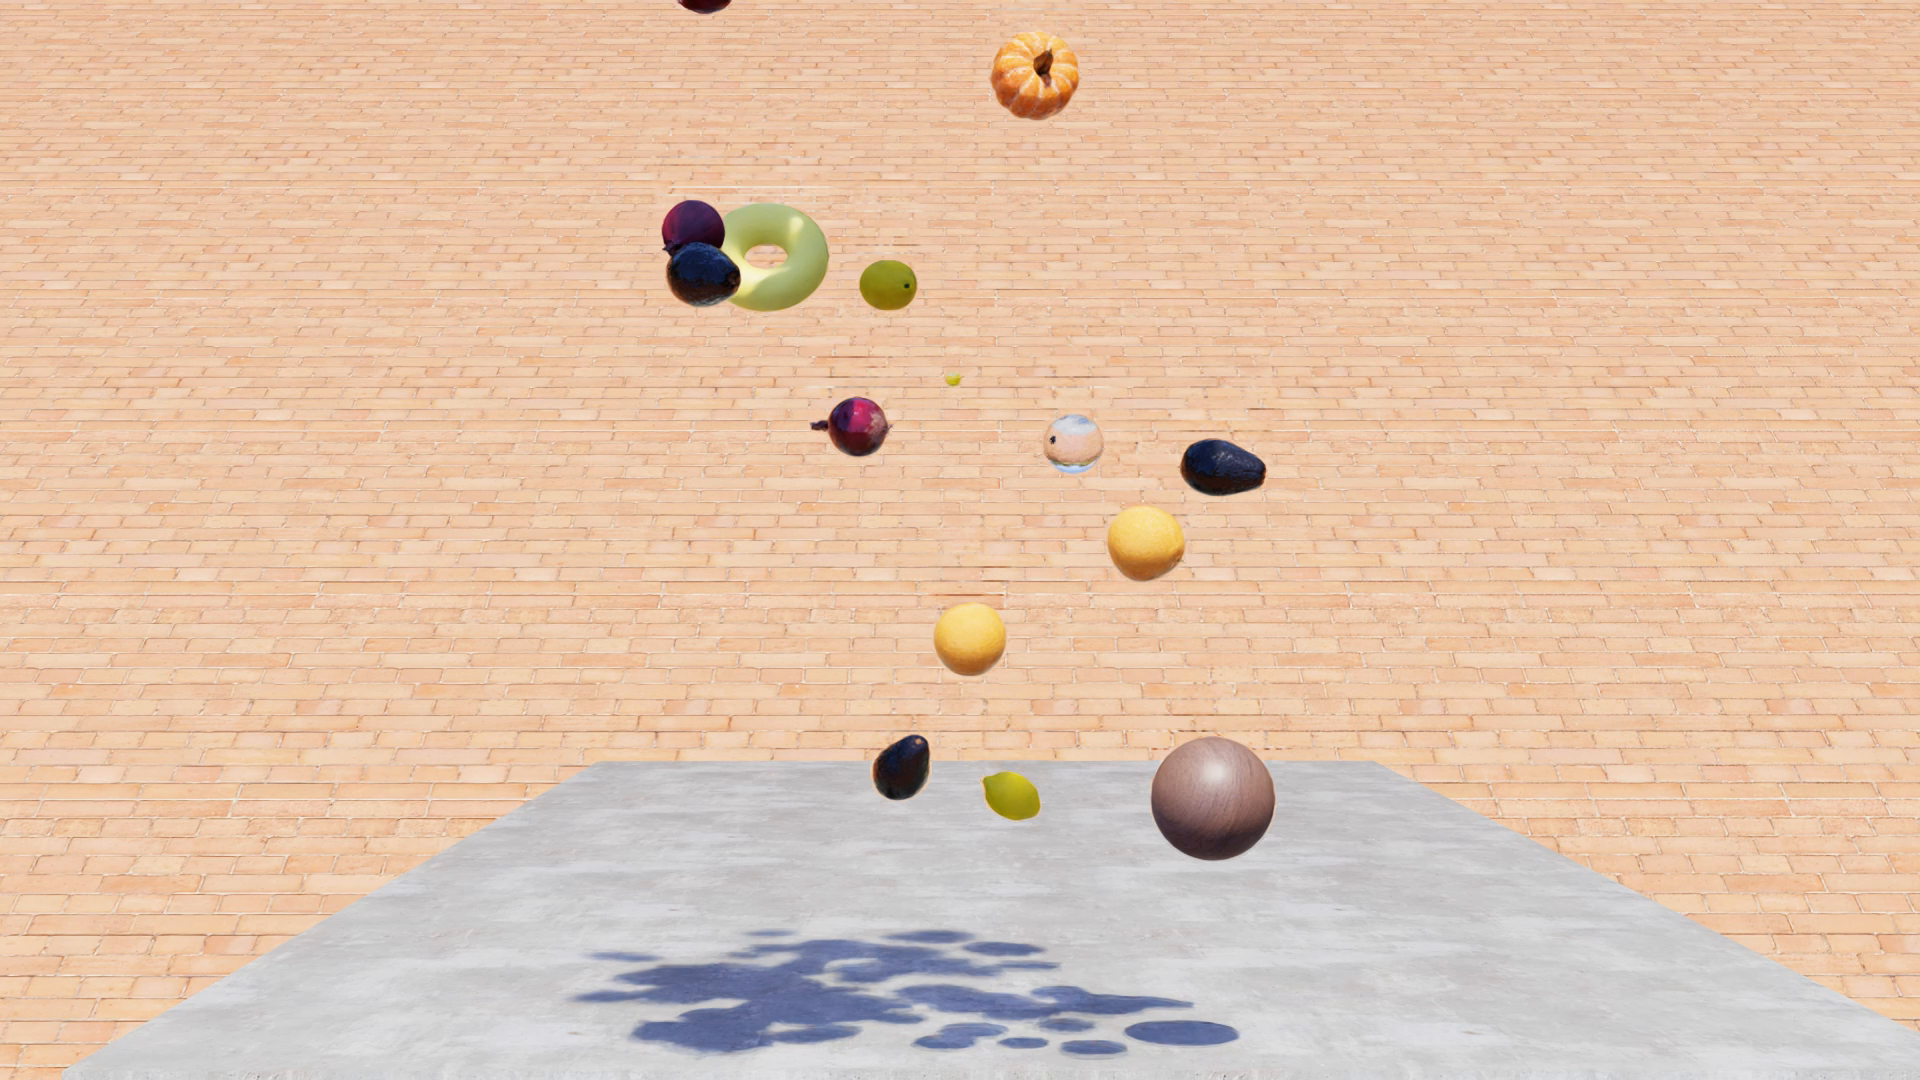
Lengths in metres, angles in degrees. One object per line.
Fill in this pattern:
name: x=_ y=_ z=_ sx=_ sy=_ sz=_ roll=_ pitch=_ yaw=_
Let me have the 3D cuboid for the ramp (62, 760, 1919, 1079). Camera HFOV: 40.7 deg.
ramp: x=0.069 y=0.610 z=4.680 sx=2.000 sy=0.100 sz=4.000 roll=0 pitch=0 yaw=0

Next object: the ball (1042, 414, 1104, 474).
ball: x=0.105 y=-0.089 z=2.396 sx=0.056 sy=0.056 sz=0.056 roll=0 pitch=31 yaw=0

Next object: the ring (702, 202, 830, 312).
ring: x=-0.195 y=-0.284 z=2.596 sx=0.127 sy=0.042 sz=0.127 roll=1 pitch=59 yaw=-1
